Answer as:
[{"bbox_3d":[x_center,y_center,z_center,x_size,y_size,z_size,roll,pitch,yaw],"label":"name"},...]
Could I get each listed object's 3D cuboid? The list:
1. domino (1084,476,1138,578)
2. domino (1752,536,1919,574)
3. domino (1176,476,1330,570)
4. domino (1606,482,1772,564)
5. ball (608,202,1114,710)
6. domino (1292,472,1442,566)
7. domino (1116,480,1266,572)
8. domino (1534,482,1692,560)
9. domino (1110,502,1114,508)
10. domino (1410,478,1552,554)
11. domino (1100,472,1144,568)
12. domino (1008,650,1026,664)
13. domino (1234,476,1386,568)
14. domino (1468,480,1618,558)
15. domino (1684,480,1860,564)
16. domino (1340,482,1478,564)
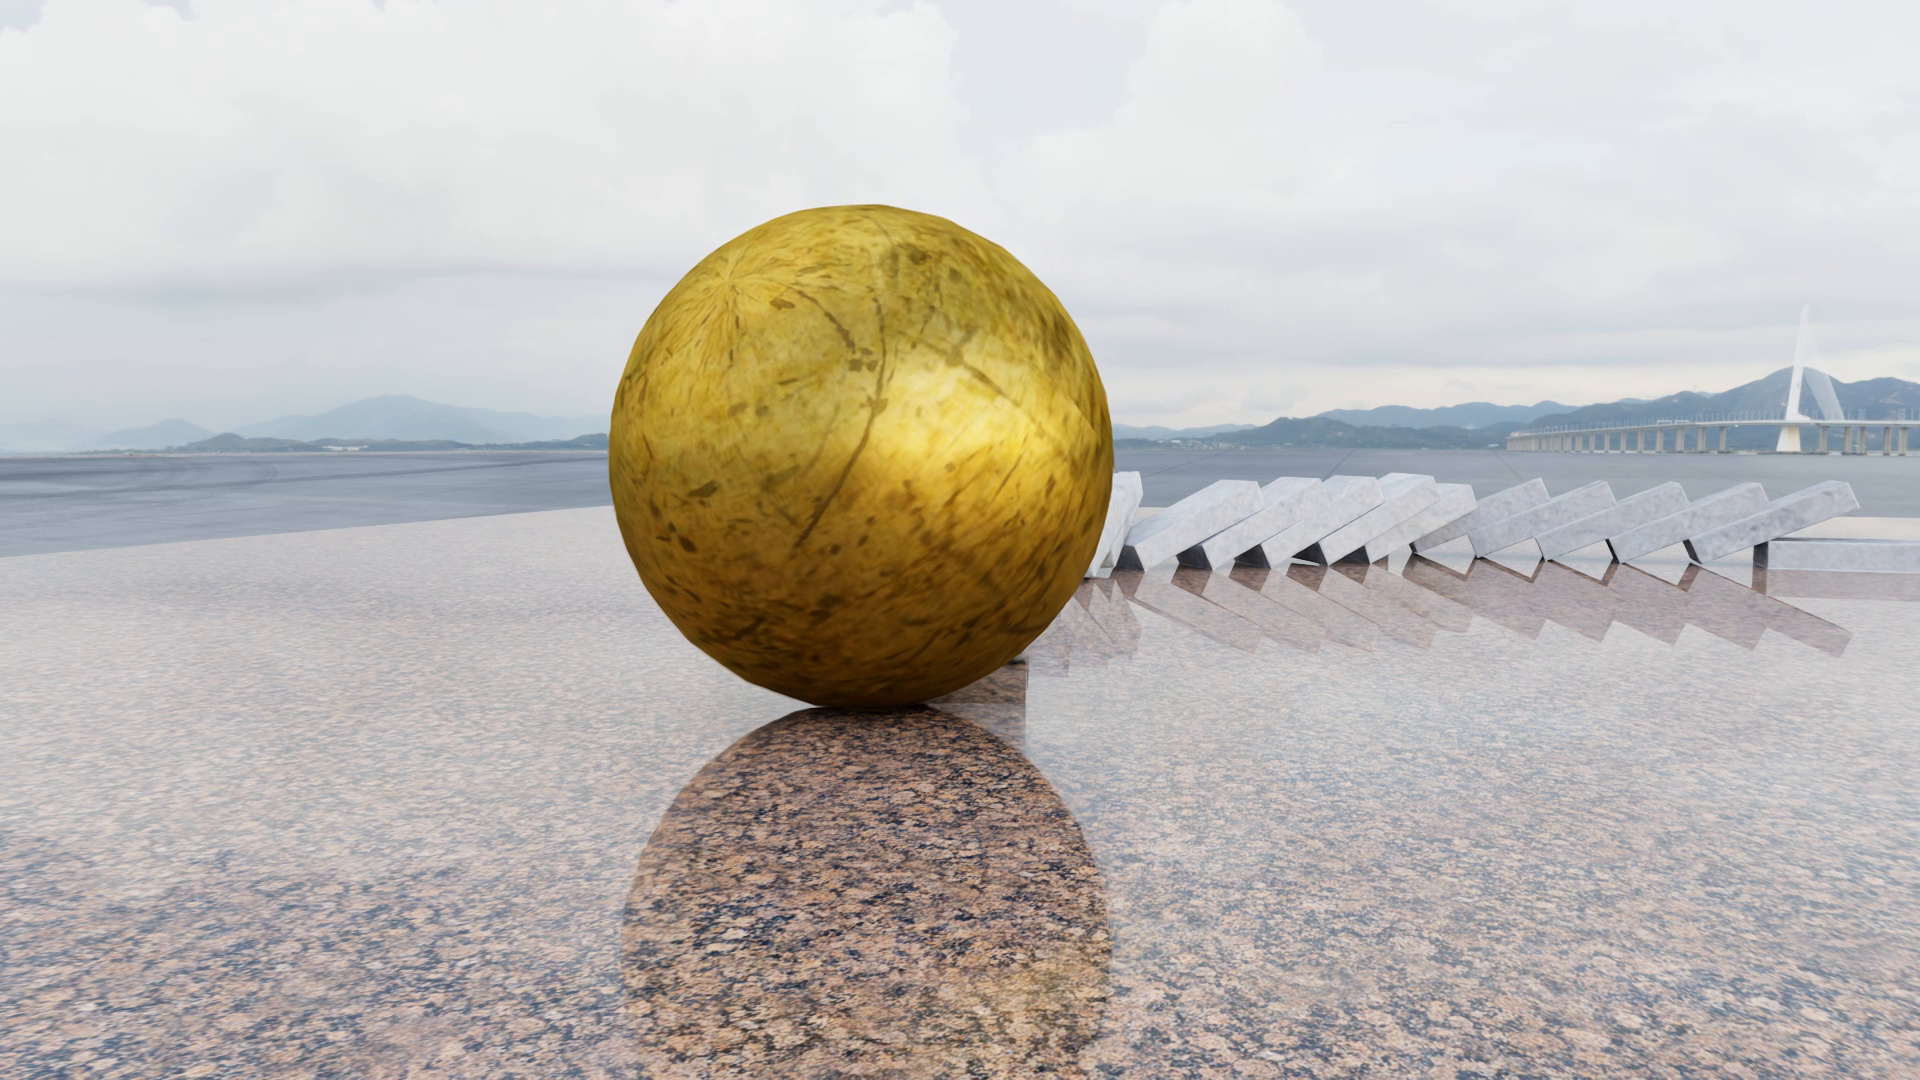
[{"bbox_3d":[0.039,-0.005,0.423,0.025,0.009,0.050,0,31,26],"label":"domino"},{"bbox_3d":[0.303,0.005,0.439,0.050,0.009,0.025,2,5,22],"label":"domino"},{"bbox_3d":[0.101,-0.006,0.449,0.050,0.009,0.025,-28,12,-13],"label":"domino"},{"bbox_3d":[0.259,-0.006,0.458,0.050,0.009,0.025,-24,-5,22],"label":"domino"},{"bbox_3d":[-0.015,-0.013,0.207,0.080,0.080,0.080,0,4,0],"label":"ball"},{"bbox_3d":[0.144,-0.008,0.461,0.050,0.009,0.025,-28,12,-11],"label":"domino"},{"bbox_3d":[0.078,-0.006,0.445,0.050,0.009,0.025,-27,11,-13],"label":"domino"},{"bbox_3d":[0.237,-0.007,0.468,0.050,0.009,0.025,-24,-5,22],"label":"domino"},{"bbox_3d":[0.028,-0.003,0.403,0.025,0.009,0.050,2,31,25],"label":"domino"},{"bbox_3d":[0.195,-0.009,0.487,0.050,0.009,0.025,-23,-5,14],"label":"domino"},{"bbox_3d":[0.046,-0.007,0.444,0.025,0.009,0.050,-3,29,22],"label":"domino"},{"bbox_3d":[0.001,0.002,0.262,0.025,0.050,0.009,0,-40,3],"label":"domino"},{"bbox_3d":[0.122,-0.007,0.455,0.050,0.009,0.025,-29,12,-13],"label":"domino"},{"bbox_3d":[0.215,-0.008,0.477,0.050,0.009,0.025,-24,-5,20],"label":"domino"},{"bbox_3d":[0.281,-0.006,0.448,0.050,0.009,0.025,-24,-5,22],"label":"domino"},{"bbox_3d":[0.162,-0.007,0.474,0.050,0.009,0.025,-25,11,-16],"label":"domino"}]
